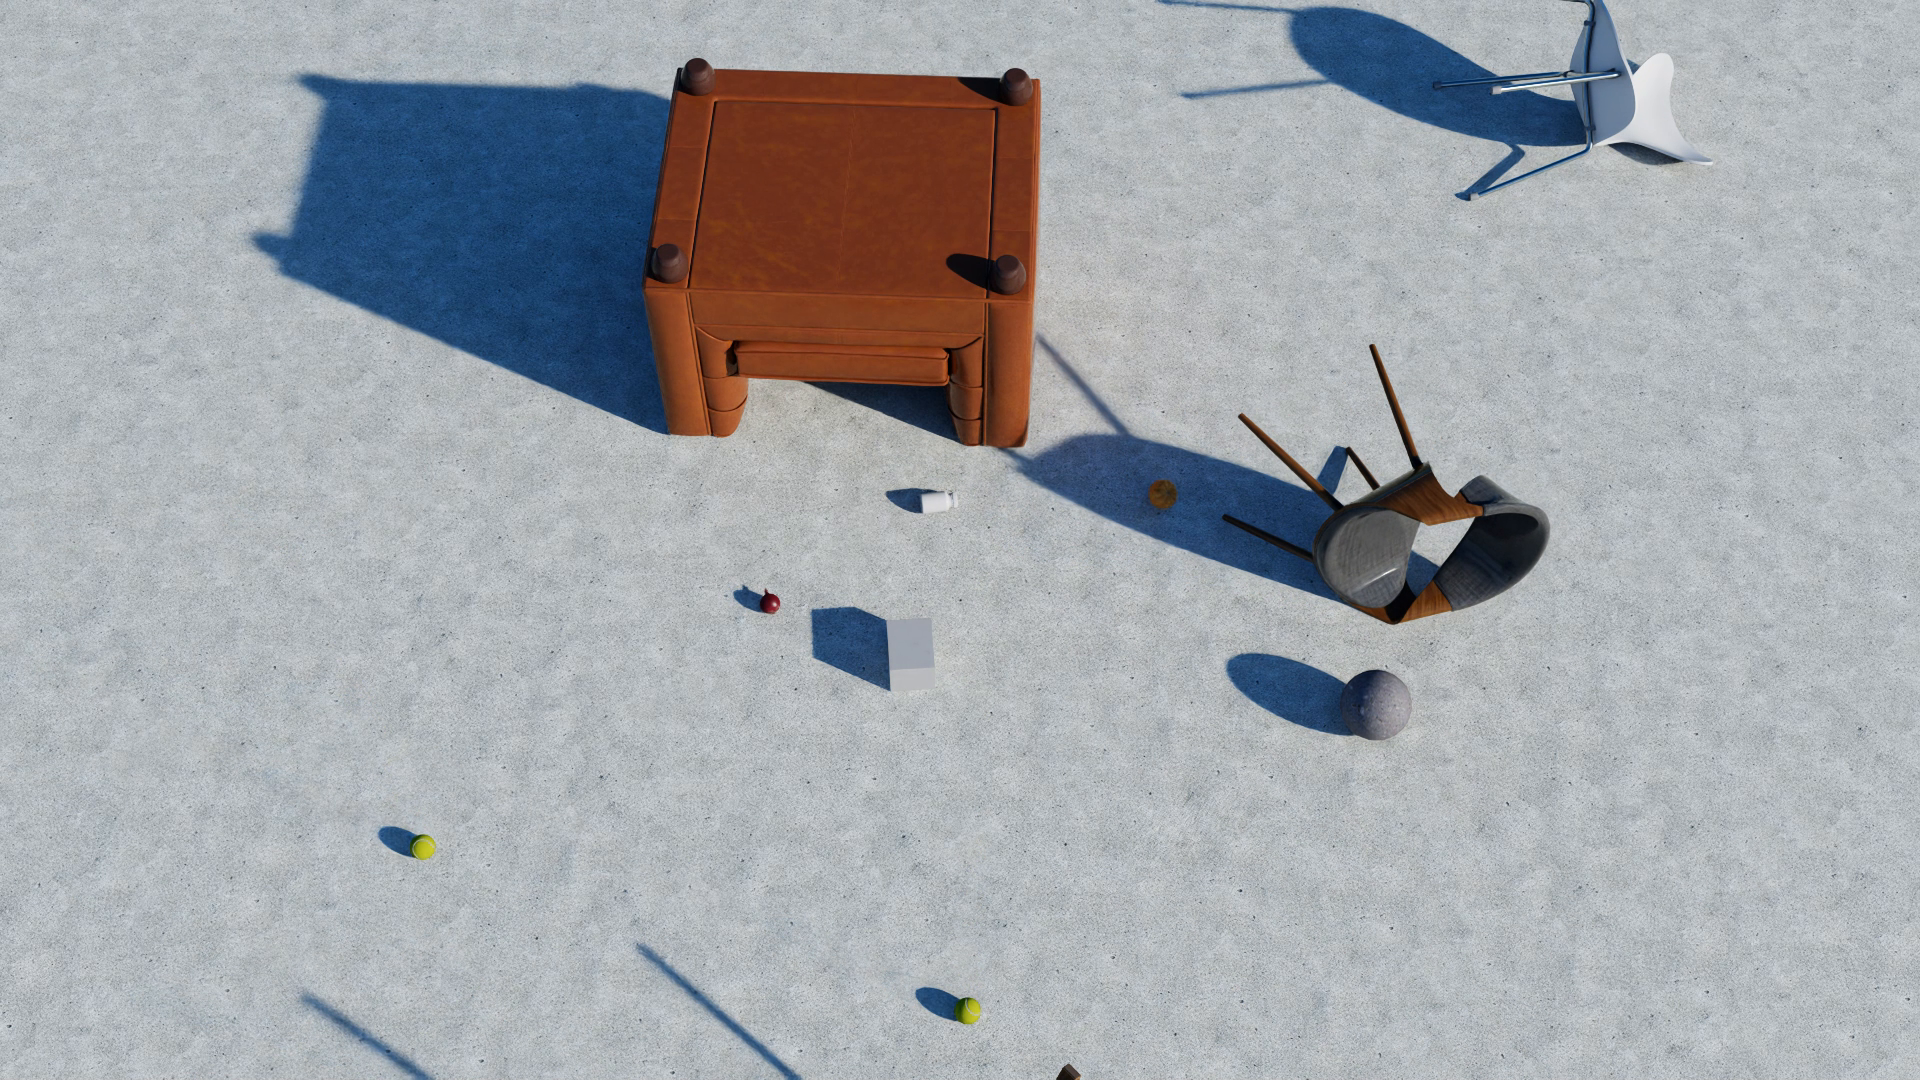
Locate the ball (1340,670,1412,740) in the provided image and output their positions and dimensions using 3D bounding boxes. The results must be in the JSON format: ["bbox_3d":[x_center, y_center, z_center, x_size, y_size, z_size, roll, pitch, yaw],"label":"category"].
[{"bbox_3d":[1.162,0.461,6.145,0.198,0.198,0.198,0,56,0],"label":"ball"}]

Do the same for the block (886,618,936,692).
[{"bbox_3d":[-0.140,0.328,6.281,0.129,0.120,0.165,-3,56,-2],"label":"block"}]
